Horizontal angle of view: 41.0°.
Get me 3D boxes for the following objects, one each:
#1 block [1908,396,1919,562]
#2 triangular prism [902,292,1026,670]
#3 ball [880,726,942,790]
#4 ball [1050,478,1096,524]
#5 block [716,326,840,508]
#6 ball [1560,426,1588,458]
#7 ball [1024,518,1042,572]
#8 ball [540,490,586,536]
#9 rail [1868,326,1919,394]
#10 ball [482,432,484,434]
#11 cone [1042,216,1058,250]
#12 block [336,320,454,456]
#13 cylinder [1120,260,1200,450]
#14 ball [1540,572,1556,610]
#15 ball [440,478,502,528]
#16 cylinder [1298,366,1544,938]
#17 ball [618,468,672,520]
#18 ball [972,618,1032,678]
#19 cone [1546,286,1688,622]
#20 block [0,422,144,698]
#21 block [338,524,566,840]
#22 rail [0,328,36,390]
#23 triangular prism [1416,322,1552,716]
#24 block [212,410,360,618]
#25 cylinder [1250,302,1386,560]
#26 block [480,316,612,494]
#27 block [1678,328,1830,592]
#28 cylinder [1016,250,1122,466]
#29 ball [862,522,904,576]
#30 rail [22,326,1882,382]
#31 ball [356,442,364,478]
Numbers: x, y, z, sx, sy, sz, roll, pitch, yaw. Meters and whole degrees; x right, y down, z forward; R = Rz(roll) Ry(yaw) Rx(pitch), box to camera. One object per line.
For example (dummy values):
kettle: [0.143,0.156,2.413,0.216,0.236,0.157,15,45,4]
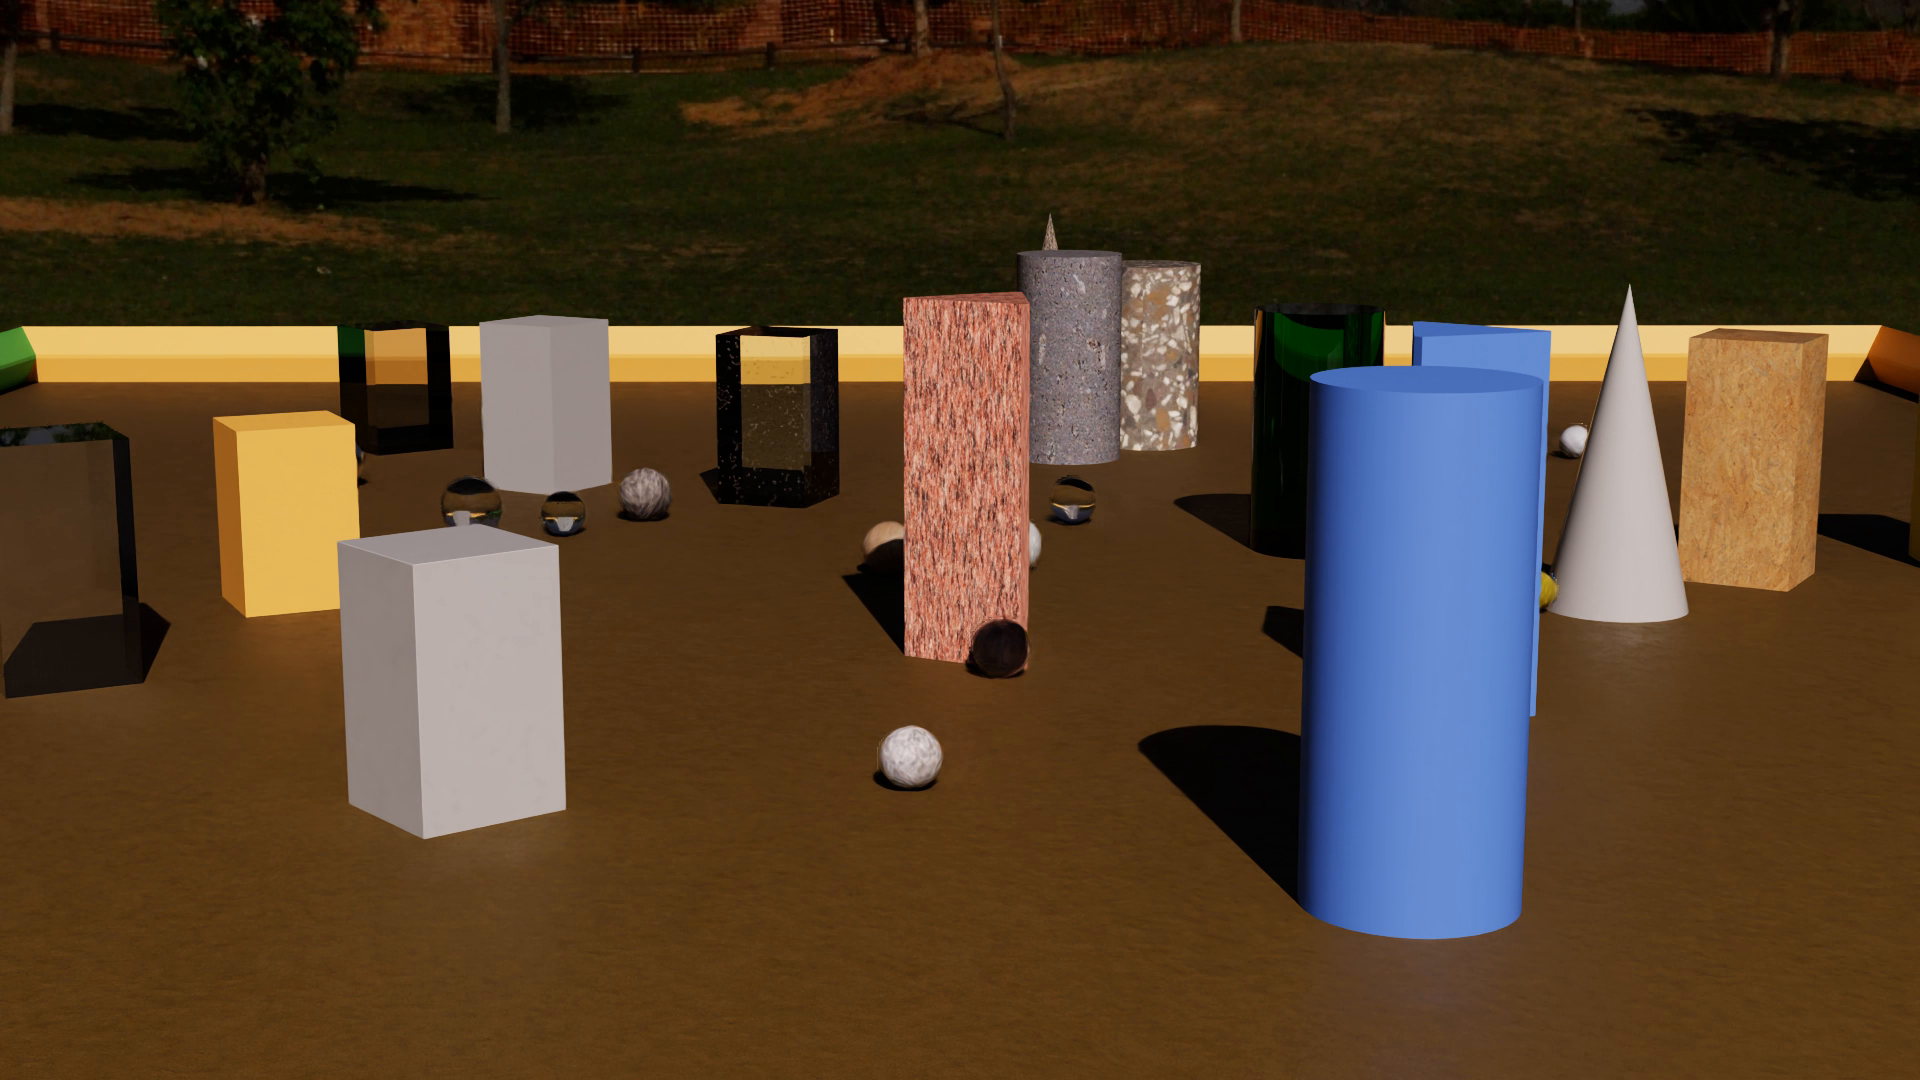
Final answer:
block: [1.499,-0.122,3.748,0.156,0.324,0.156,1,11,4]
triangular prism: [0.039,-0.080,3.189,0.169,0.446,0.147,6,12,28]
ball: [-0.050,0.221,2.609,0.065,0.065,0.065,0,11,0]
ball: [0.182,-0.063,4.118,0.073,0.073,0.073,0,11,0]
block: [-0.306,-0.210,4.330,0.156,0.284,0.156,4,11,19]
ball: [1.152,-0.183,4.799,0.061,0.061,0.061,0,11,0]
ball: [0.076,0.006,3.709,0.086,0.086,0.086,0,11,0]
ball: [-0.621,-0.042,4.015,0.070,0.070,0.070,0,11,0]
rail: [2.133,0.030,3.461,0.045,0.127,5.105,0,11,0]
ball: [-0.872,-0.222,4.923,0.093,0.093,0.093,0,11,0]
cone: [0.184,-0.457,5.269,0.195,0.429,0.195,0,11,0]
block: [-1.083,-0.294,4.920,0.156,0.235,0.156,-8,13,-38]
cylinder: [0.366,-0.360,4.964,0.195,0.348,0.195,0,11,0]
ball: [0.775,0.068,3.449,0.053,0.053,0.053,0,11,0]
ball: [-0.760,-0.050,3.990,0.095,0.095,0.095,0,11,0]
cylinder: [0.395,0.091,2.218,0.195,0.463,0.195,0,11,0]
ball: [-0.509,-0.074,4.143,0.085,0.085,0.085,0,11,0]
ball: [0.050,0.130,3.085,0.071,0.071,0.071,0,11,0]
cone: [0.889,-0.125,3.446,0.195,0.440,0.195,0,11,0]
block: [-1.080,0.020,3.061,0.156,0.295,0.156,-6,12,-29]
block: [-0.500,0.134,2.526,0.156,0.266,0.156,-9,14,-39]
rail: [-2.133,0.035,3.437,0.045,0.127,5.105,0,11,0]
triangular prism: [0.549,-0.023,2.910,0.169,0.436,0.147,-4,11,-20]
block: [-0.918,-0.039,3.503,0.156,0.250,0.156,-5,12,-27]
cylinder: [0.540,-0.167,3.880,0.195,0.365,0.195,0,11,0]
block: [-0.720,-0.237,4.467,0.156,0.289,0.156,6,12,30]
block: [1.132,-0.118,3.663,0.156,0.348,0.156,6,12,31]
cylinder: [0.203,-0.343,4.784,0.195,0.381,0.195,0,11,0]
ball: [-0.102,0.012,3.701,0.078,0.078,0.078,0,11,0]
rail: [-0.015,-0.428,5.935,4.314,0.127,0.045,0,11,0]
ball: [-1.083,-0.137,4.466,0.091,0.091,0.091,0,11,0]
